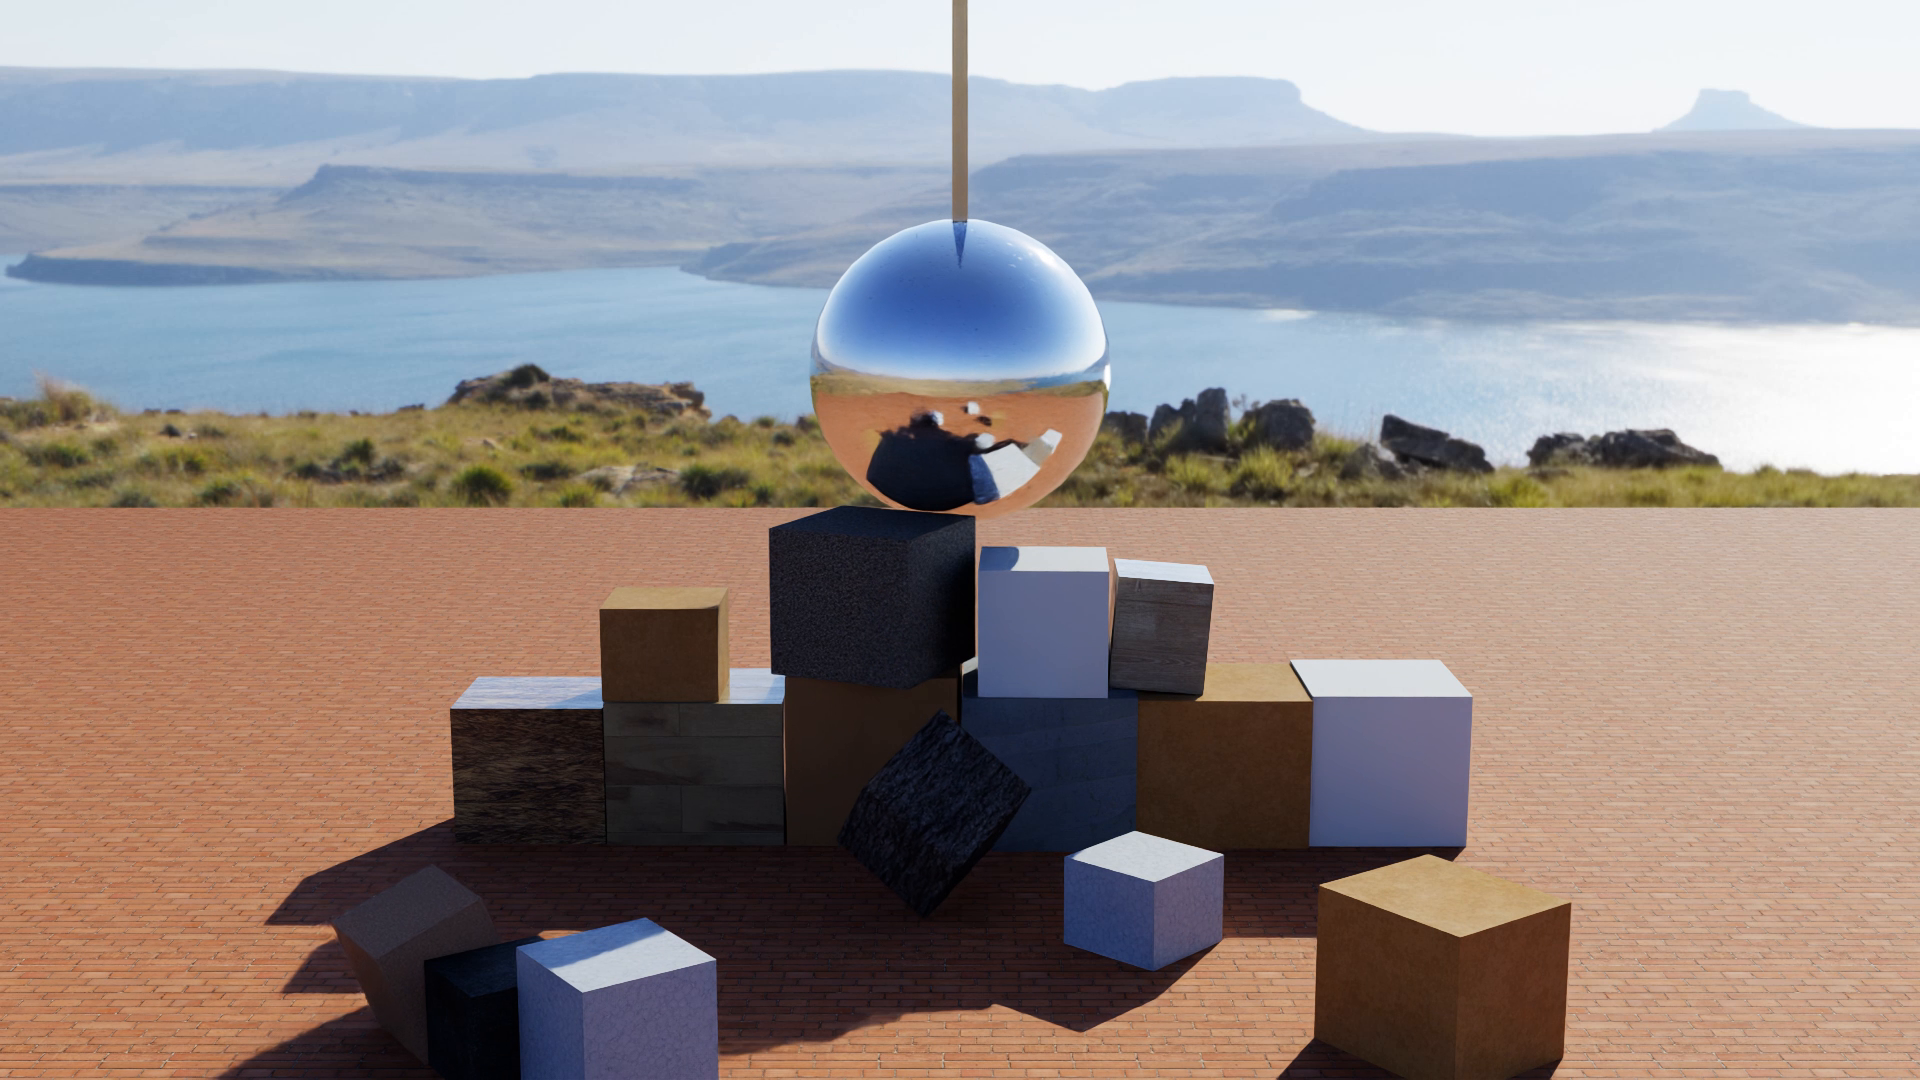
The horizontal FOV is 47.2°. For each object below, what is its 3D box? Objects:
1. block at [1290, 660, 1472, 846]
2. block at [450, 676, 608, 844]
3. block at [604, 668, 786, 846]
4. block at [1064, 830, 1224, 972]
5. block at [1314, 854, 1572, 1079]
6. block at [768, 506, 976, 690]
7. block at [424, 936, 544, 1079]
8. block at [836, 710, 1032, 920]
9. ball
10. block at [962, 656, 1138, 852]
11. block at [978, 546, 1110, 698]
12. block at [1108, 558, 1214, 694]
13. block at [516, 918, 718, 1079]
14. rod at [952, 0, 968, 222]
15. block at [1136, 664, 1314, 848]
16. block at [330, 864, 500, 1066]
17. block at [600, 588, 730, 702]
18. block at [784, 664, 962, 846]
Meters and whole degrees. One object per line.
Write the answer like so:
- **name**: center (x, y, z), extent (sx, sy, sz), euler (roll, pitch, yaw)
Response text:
- **block**: center (2.154, 1.091, 11.393), extent (0.794, 0.778, 0.787), euler (0, 10, 0)
- **block**: center (-2.169, 1.130, 11.373), extent (0.760, 0.707, 0.656), euler (0, 10, 0)
- **block**: center (-1.334, 1.112, 11.396), extent (0.891, 0.736, 0.747), euler (0, 10, 0)
- **block**: center (0.812, 1.587, 9.721), extent (0.501, 0.400, 0.498), euler (9, 14, 42)
- **block**: center (1.872, 1.679, 8.567), extent (0.636, 0.632, 0.715), euler (-8, 13, -36)
- **block**: center (-0.434, 0.273, 11.129), extent (0.769, 0.740, 0.775), euler (5, 11, 25)
- **block**: center (-1.721, 1.820, 8.375), extent (0.471, 0.423, 0.452), euler (-7, 13, -35)
- **block**: center (-0.123, 1.247, 9.975), extent (0.549, 0.605, 0.545), euler (40, 57, 9)
- **ball**: center (0.000, -0.887, 11.610), extent (1.600, 1.600, 1.600), euler (0, 10, 0)
- **block**: center (0.447, 1.090, 11.364), extent (0.868, 0.789, 0.896), euler (0, 10, 0)
- **block**: center (0.421, 0.407, 11.132), extent (0.641, 0.639, 0.652), euler (0, 10, 2)
- **block**: center (1.010, 0.437, 11.213), extent (0.475, 0.569, 0.476), euler (5, 10, 0)
- **block**: center (-1.259, 1.794, 8.084), extent (0.535, 0.578, 0.543), euler (-7, 13, -35)
- **rod**: center (0.000, -4.157, 10.681), extent (0.080, 5.200, 0.080), euler (0, 16, 0)
- **block**: center (1.318, 1.102, 11.371), extent (0.874, 0.763, 0.801), euler (0, 10, 0)
- **block**: center (-2.098, 1.664, 8.678), extent (0.455, 0.494, 0.507), euler (-29, 24, -28)
- **block**: center (-1.500, 0.527, 11.230), extent (0.584, 0.473, 0.536), euler (0, 10, 0)
- **block**: center (-0.431, 1.047, 11.371), extent (0.861, 0.871, 0.748), euler (0, 10, 2)
